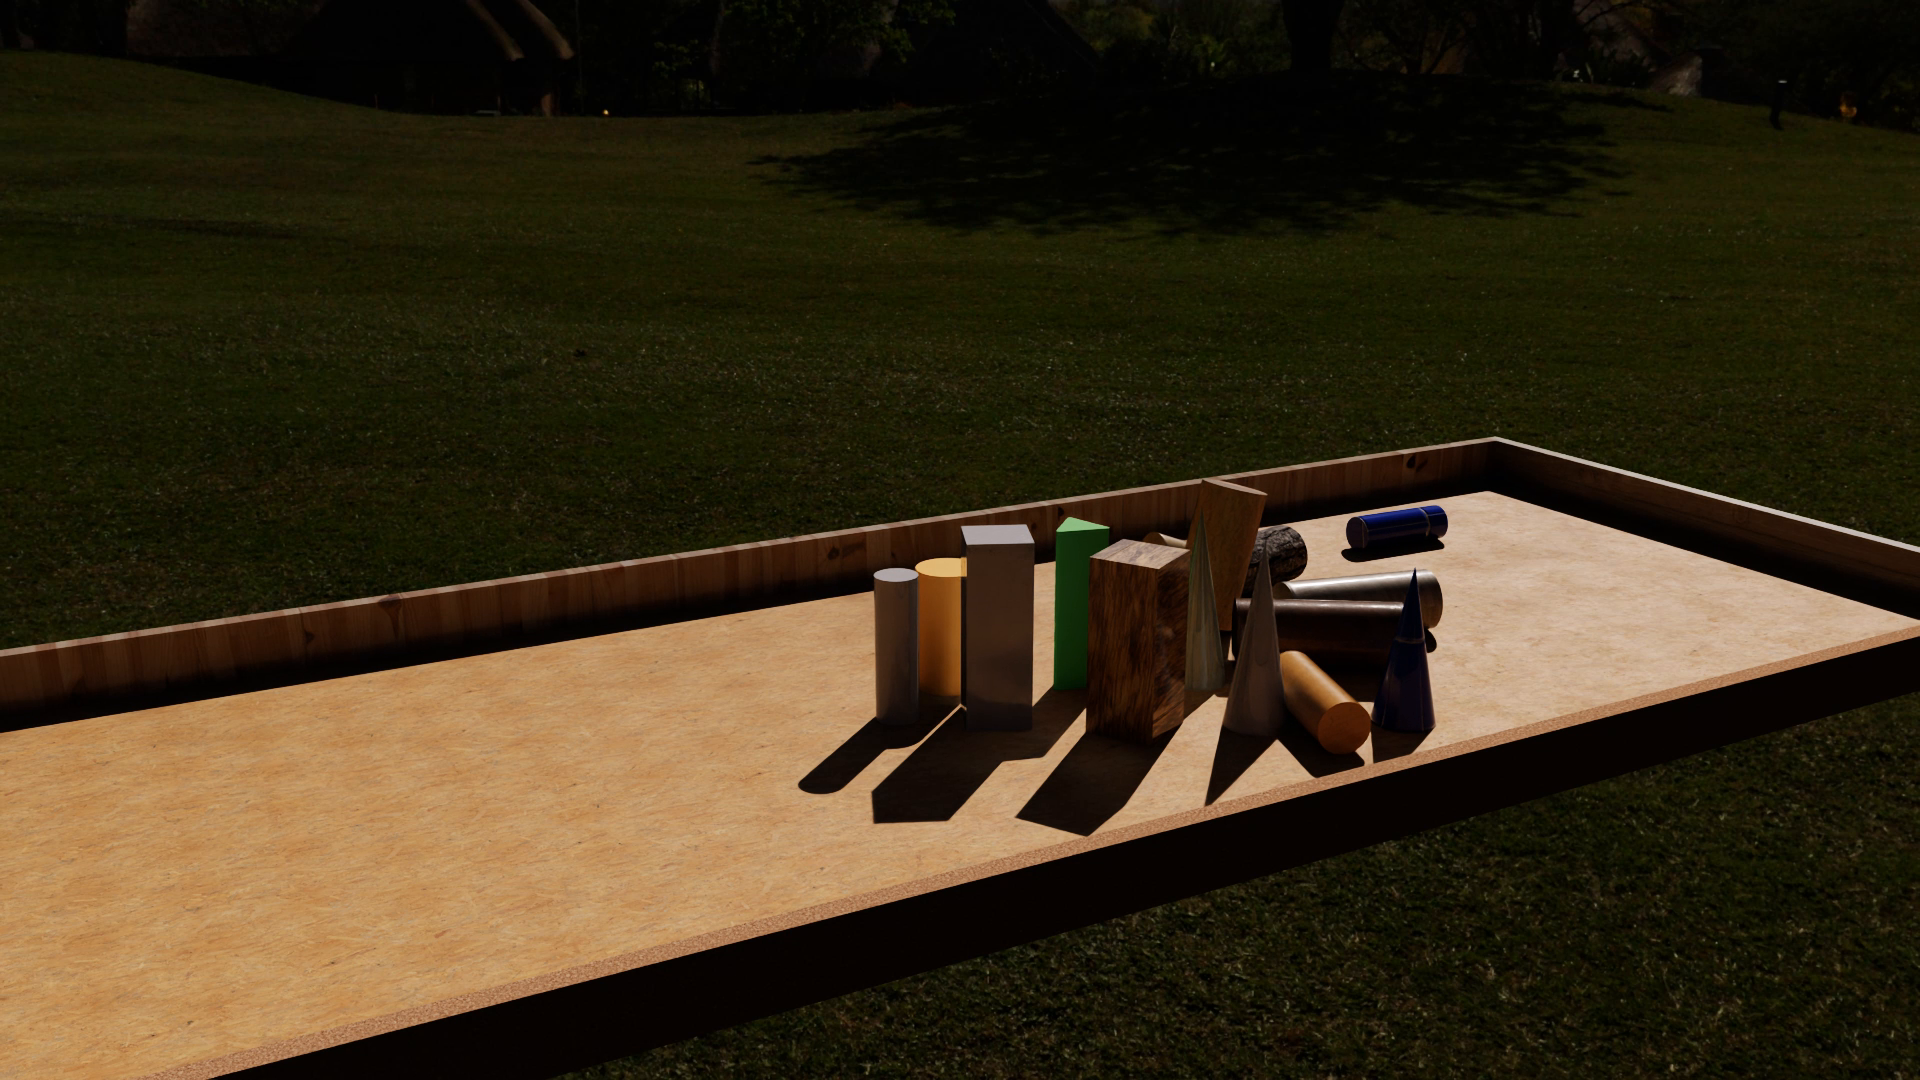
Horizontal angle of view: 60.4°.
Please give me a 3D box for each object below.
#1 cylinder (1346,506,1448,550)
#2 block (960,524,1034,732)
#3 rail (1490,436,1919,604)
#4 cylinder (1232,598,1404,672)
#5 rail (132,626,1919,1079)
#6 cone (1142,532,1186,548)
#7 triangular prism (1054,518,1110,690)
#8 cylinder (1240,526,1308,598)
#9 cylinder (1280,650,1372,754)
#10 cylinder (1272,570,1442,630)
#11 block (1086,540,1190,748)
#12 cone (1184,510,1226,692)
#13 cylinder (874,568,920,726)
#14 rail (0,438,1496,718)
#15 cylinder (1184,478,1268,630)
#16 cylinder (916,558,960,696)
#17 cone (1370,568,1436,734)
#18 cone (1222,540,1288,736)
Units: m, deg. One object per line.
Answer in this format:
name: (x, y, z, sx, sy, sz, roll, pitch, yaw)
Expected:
cylinder: (1.403, -0.039, 5.294, 0.324, 0.109, 0.109, -8, 18, -25)
block: (0.085, 0.205, 3.854, 0.154, 0.454, 0.154, -1, 16, -5)
rail: (2.466, -0.048, 5.253, 0.050, 0.150, 2.100, -9, 18, -27)
cylinder: (0.913, 0.242, 4.214, 0.420, 0.179, 0.179, 1, 16, 5)
rail: (-2.336, 1.006, 1.665, 12.000, 0.150, 0.050, -9, 18, -27)
cone: (0.733, 0.052, 5.061, 0.352, 0.135, 0.135, 3, 13, -30)
triangular prism: (0.285, 0.156, 4.097, 0.133, 0.410, 0.115, -4, 17, -13)
cylinder: (0.847, 0.070, 4.819, 0.335, 0.168, 0.168, -15, 22, -41)
cylinder: (0.831, 0.375, 3.851, 0.127, 0.127, 0.335, -3, 17, -10)
cylinder: (1.070, 0.178, 4.460, 0.431, 0.164, 0.164, -4, 17, -15)
block: (0.409, 0.235, 3.803, 0.170, 0.425, 0.170, 10, 19, 30)
cone: (0.591, 0.134, 4.088, 0.157, 0.457, 0.157, 0, 16, 0)
cylinder: (-0.148, 0.251, 3.872, 0.104, 0.355, 0.104, 0, 16, 0)
rail: (-3.305, 0.497, 3.399, 12.000, 0.150, 0.050, -9, 18, -27)
cylinder: (0.701, 0.039, 4.490, 0.180, 0.380, 0.180, 13, 9, -2)
cylinder: (-0.031, 0.214, 4.083, 0.156, 0.307, 0.156, 0, 16, 0)
cone: (1.046, 0.244, 3.843, 0.152, 0.384, 0.152, 0, 16, 0)
cone: (0.696, 0.214, 3.819, 0.154, 0.455, 0.154, 0, 16, 0)
